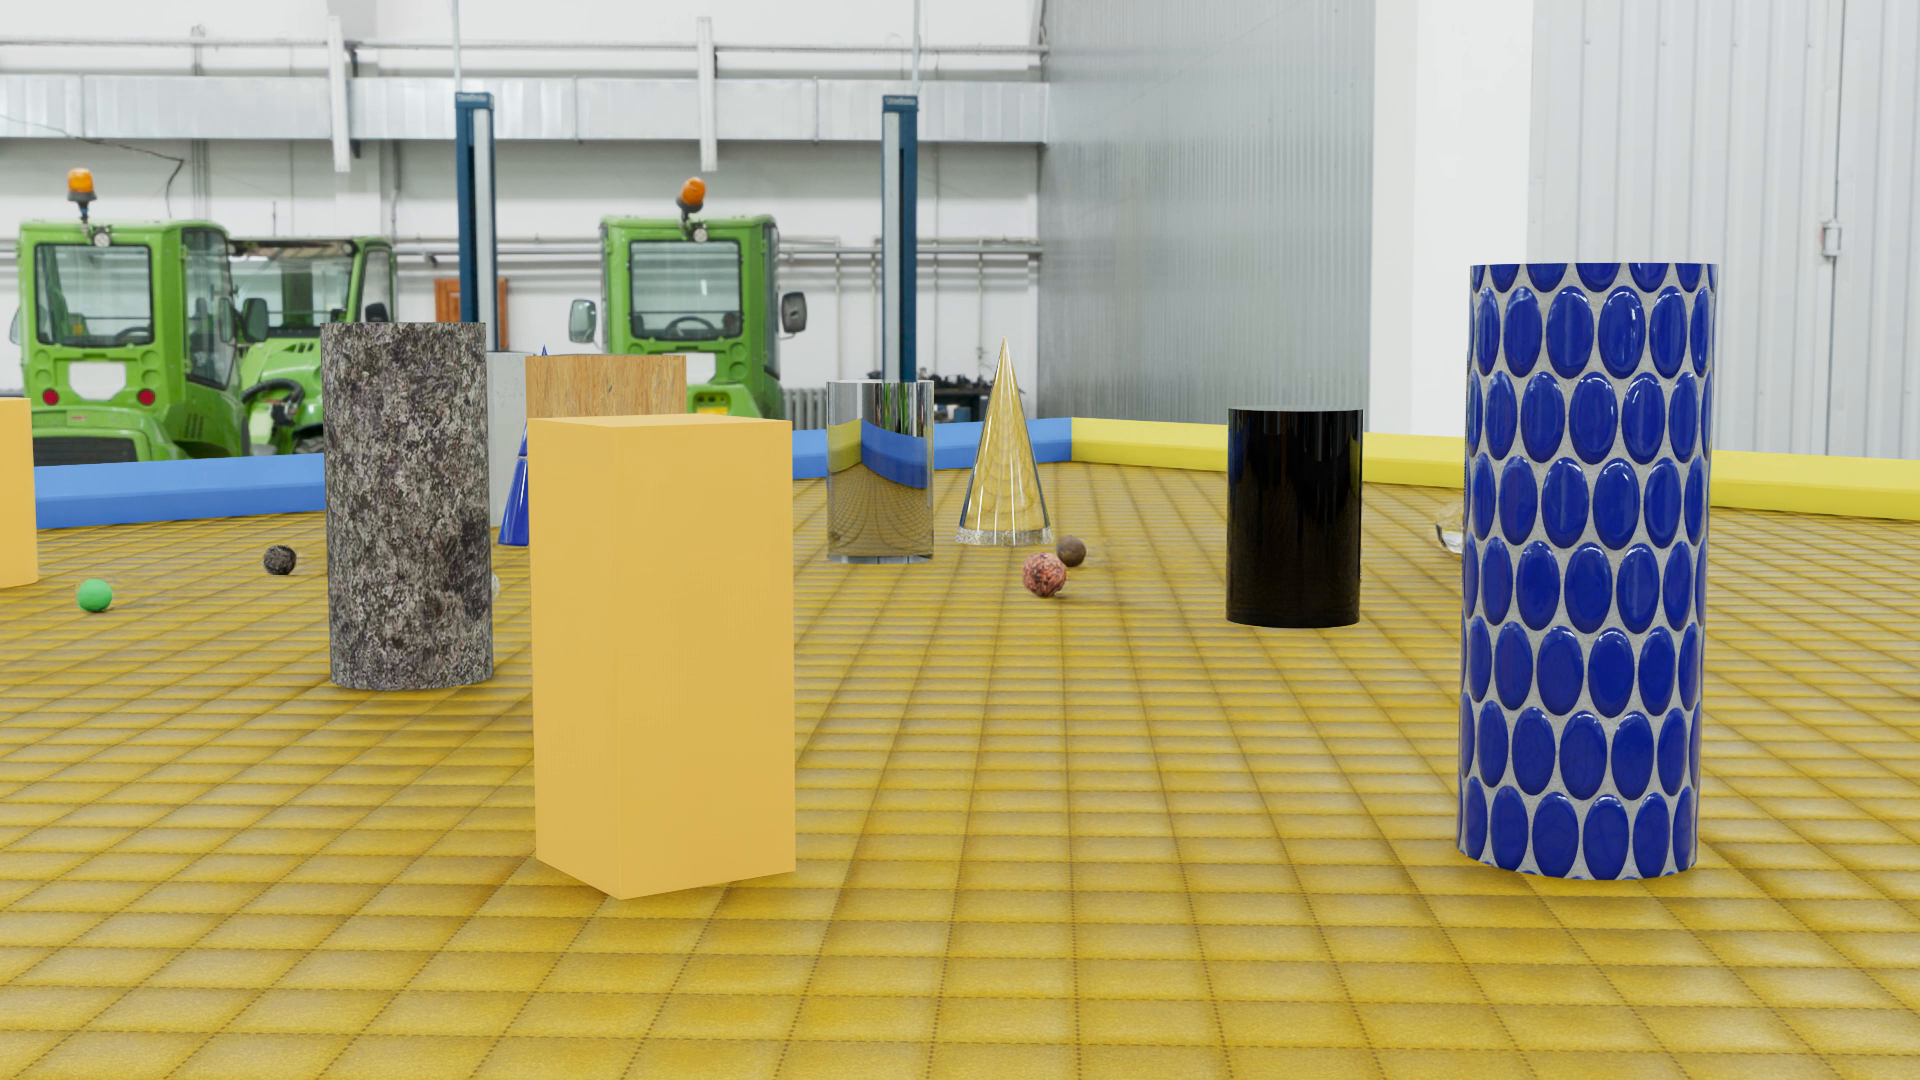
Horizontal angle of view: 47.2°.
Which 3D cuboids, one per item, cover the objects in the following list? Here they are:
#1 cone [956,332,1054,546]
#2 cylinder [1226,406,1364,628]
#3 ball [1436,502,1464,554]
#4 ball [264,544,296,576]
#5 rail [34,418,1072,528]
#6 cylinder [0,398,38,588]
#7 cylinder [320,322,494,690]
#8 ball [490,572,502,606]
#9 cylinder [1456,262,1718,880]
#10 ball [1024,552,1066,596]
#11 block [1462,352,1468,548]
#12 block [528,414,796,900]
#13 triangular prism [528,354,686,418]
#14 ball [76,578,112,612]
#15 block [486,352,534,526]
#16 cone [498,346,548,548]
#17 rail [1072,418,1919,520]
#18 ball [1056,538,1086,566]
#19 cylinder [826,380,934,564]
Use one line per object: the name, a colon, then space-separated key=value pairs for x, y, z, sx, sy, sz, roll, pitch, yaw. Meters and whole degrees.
cone: x=0.086 y=-0.198 z=4.213 sx=0.192 sy=0.400 sz=0.192 roll=0 pitch=6 yaw=0
cylinder: x=0.478 y=-0.037 z=3.150 sx=0.192 sy=0.303 sz=0.192 roll=0 pitch=6 yaw=0
ball: x=0.912 y=-0.021 z=3.999 sx=0.093 sy=0.093 sz=0.093 roll=0 pitch=6 yaw=0
ball: x=-1.135 y=0.034 z=3.672 sx=0.053 sy=0.053 sz=0.053 roll=0 pitch=6 yaw=0
rail: x=-1.402 y=-0.127 z=4.844 sx=4.751 sy=0.125 sz=0.045 roll=-6 pitch=8 yaw=-42
cylinder: x=-1.605 y=-0.079 z=3.567 sx=0.192 sy=0.298 sz=0.192 roll=0 pitch=6 yaw=0
cylinder: x=-0.664 y=-0.047 z=2.646 sx=0.192 sy=0.428 sz=0.192 roll=0 pitch=6 yaw=0
ball: x=-0.711 y=0.073 z=3.261 sx=0.060 sy=0.060 sz=0.060 roll=0 pitch=6 yaw=0
cylinder: x=0.507 y=0.018 z=1.789 sx=0.192 sy=0.479 sz=0.192 roll=0 pitch=6 yaw=0
ball: x=0.132 y=0.053 z=3.418 sx=0.067 sy=0.067 sz=0.067 roll=0 pitch=6 yaw=0
block: x=0.908 y=-0.119 z=3.581 sx=0.153 sy=0.376 sz=0.153 roll=2 pitch=6 yaw=19
block: x=-0.237 y=0.083 z=1.748 sx=0.153 sy=0.357 sz=0.153 roll=-4 pitch=7 yaw=-34
triangular prism: x=-0.393 y=-0.002 z=2.378 sx=0.166 sy=0.395 sz=0.144 roll=-2 pitch=6 yaw=-21
ball: x=-1.274 y=0.081 z=3.237 sx=0.050 sy=0.050 sz=0.050 roll=0 pitch=6 yaw=0
block: x=-0.993 y=-0.213 z=4.584 sx=0.153 sy=0.352 sz=0.153 roll=2 pitch=6 yaw=20
cone: x=-0.788 y=-0.184 z=4.186 sx=0.192 sy=0.379 sz=0.192 roll=0 pitch=6 yaw=0
rail: x=1.729 y=-0.135 z=4.918 sx=0.045 sy=0.125 sz=4.183 roll=-6 pitch=8 yaw=-42
ball: x=0.193 y=0.021 z=3.800 sx=0.051 sy=0.051 sz=0.051 roll=0 pitch=6 yaw=0
cylinder: x=-0.142 y=-0.125 z=3.919 sx=0.192 sy=0.316 sz=0.192 roll=0 pitch=6 yaw=0
